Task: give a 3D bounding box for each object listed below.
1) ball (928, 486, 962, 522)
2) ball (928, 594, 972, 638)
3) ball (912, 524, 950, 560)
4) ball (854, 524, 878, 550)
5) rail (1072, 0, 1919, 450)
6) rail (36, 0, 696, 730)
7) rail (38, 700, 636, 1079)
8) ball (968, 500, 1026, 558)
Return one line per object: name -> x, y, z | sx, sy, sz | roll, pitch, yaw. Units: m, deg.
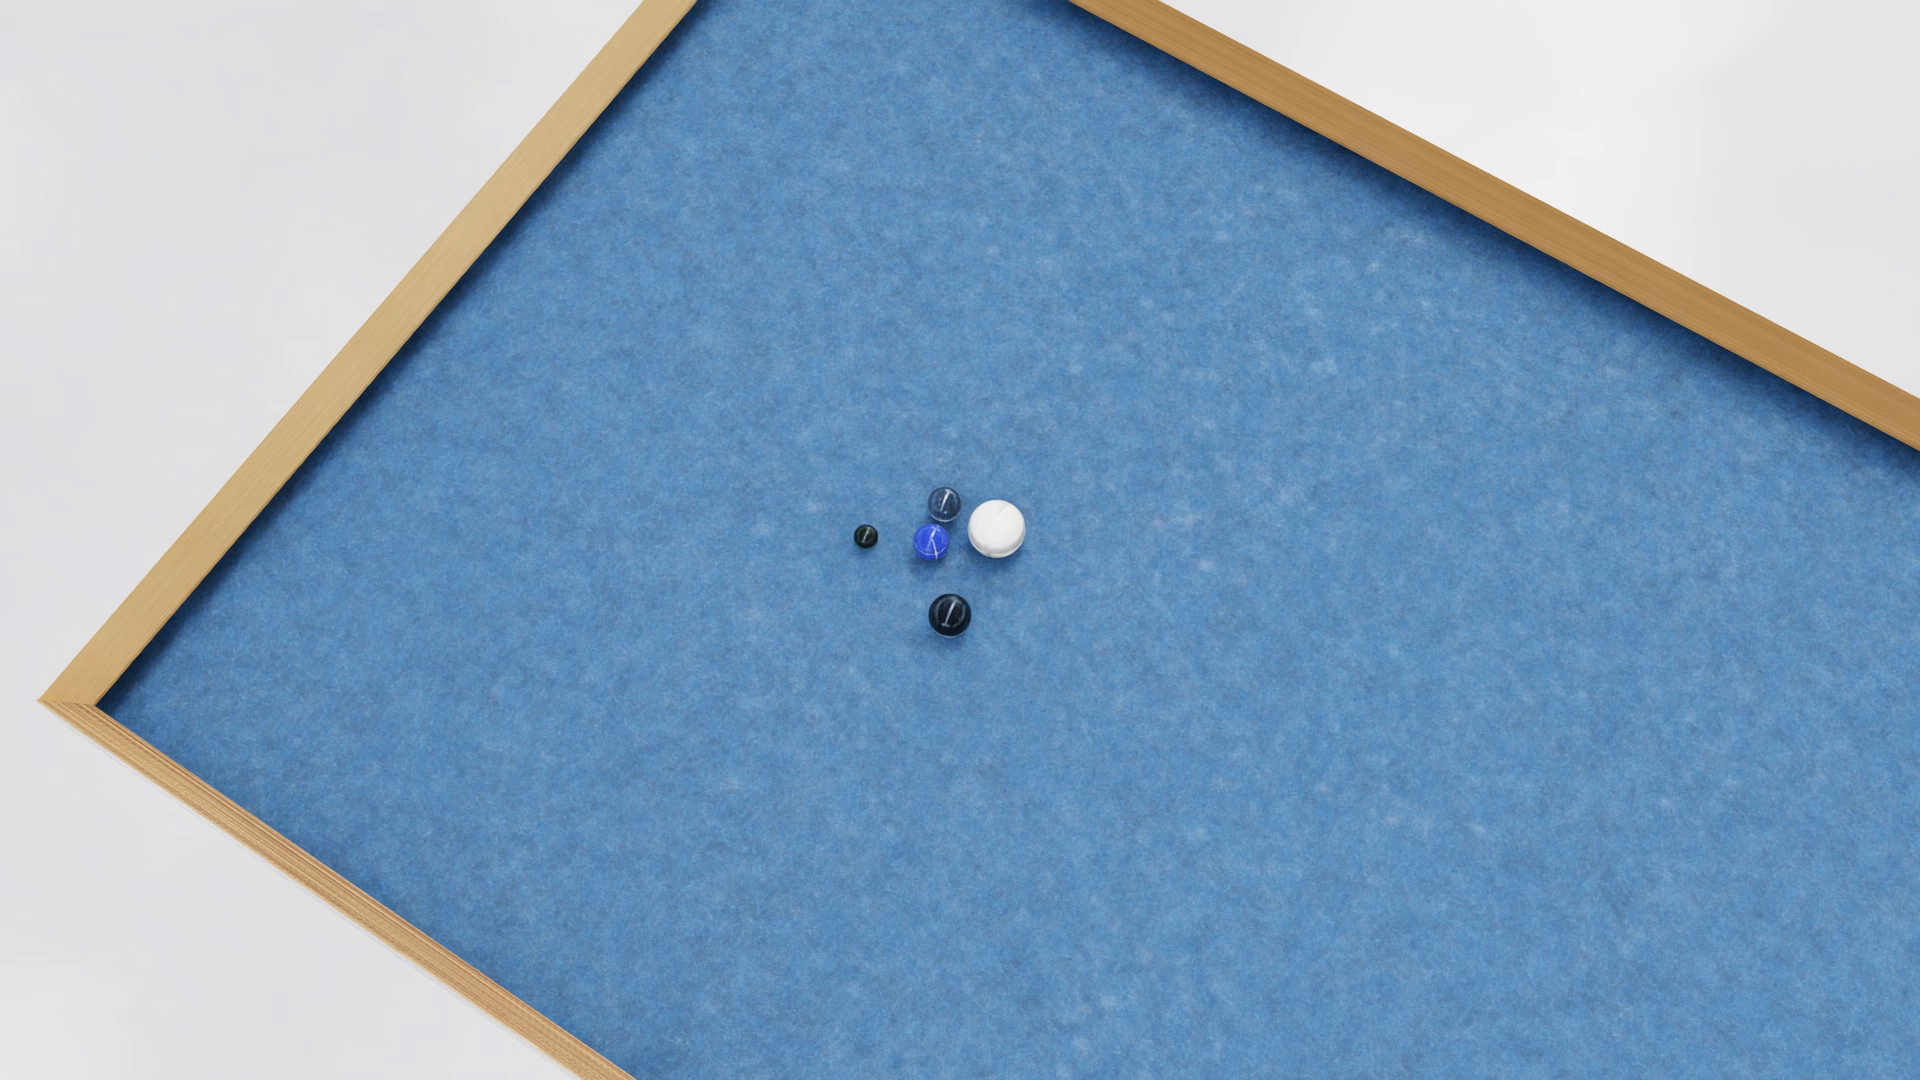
ball -> -0.025, -0.058, 3.556 | 0.057, 0.057, 0.057 | 0, 67, 0
ball -> -0.016, 0.119, 3.472 | 0.070, 0.070, 0.070 | 0, 67, 0
ball -> -0.046, 0.003, 3.528 | 0.060, 0.060, 0.060 | 0, 67, 0
ball -> -0.151, -0.005, 3.542 | 0.040, 0.040, 0.040 | 0, 67, 0
rail -> 1.384, -0.272, 3.613 | 4.014, 0.121, 0.045 | 31, 70, 13
rail -> -0.820, -0.503, 3.713 | 0.045, 0.121, 2.036 | 31, 70, 13
rail -> 0.296, 1.256, 2.951 | 4.014, 0.121, 0.045 | 31, 70, 13
ball -> 0.059, -0.018, 3.519 | 0.093, 0.093, 0.093 | 0, 67, 0
